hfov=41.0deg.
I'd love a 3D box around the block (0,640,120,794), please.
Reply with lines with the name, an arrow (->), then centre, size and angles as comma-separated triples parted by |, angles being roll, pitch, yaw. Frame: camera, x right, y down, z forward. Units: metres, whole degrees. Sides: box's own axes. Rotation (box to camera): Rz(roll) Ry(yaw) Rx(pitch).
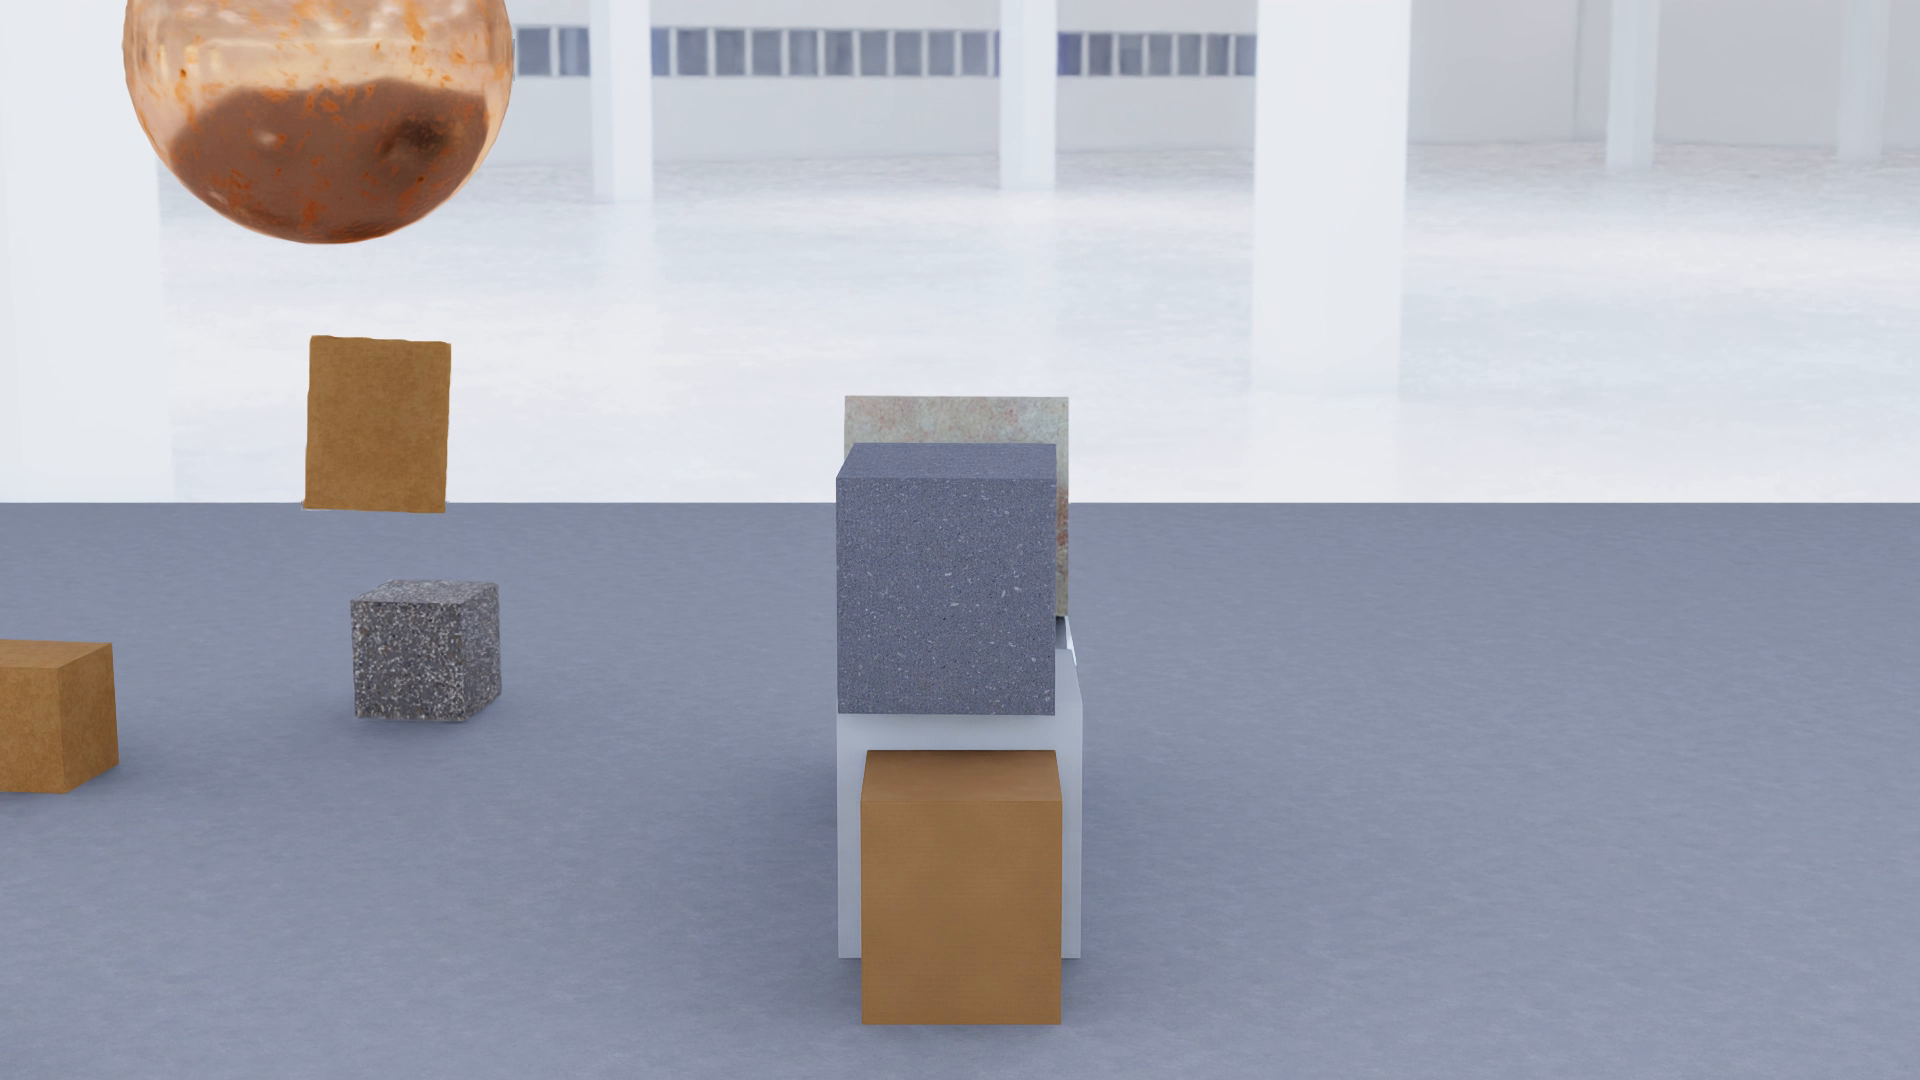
block -> -4.686, 0.882, 12.938 | 0.622, 0.636, 0.577 | 1, 10, 8

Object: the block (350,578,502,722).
block -> -2.984, 0.608, 14.385 | 0.631, 0.656, 0.624 | 2, 10, 9

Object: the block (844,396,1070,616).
block -> -0.014, -0.145, 12.137 | 1.024, 1.001, 0.916 | 0, -1, 0

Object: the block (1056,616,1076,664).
block -> 0.017, 0.929, 11.724 | 0.982, 0.977, 1.020 | 0, 10, 0

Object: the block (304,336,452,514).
block -> -2.990, -0.586, 13.151 | 0.689, 0.859, 0.734 | 2, 1, -14

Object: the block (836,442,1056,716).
block -> -0.037, 0.136, 10.359 | 0.845, 0.929, 0.955 | 0, 10, 2

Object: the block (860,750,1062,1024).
block -> 0.005, 1.322, 9.875 | 0.744, 0.866, 0.723 | 0, 10, 0

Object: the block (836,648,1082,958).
block -> -0.002, 1.077, 10.714 | 0.973, 1.049, 0.996 | 0, 10, 0

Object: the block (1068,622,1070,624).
block -> 0.004, 0.791, 12.735 | 1.047, 0.887, 0.997 | 0, 10, 0

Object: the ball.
ball -> -2.691, -2.046, 10.808 | 1.600, 1.600, 1.600 | 0, 10, 0
